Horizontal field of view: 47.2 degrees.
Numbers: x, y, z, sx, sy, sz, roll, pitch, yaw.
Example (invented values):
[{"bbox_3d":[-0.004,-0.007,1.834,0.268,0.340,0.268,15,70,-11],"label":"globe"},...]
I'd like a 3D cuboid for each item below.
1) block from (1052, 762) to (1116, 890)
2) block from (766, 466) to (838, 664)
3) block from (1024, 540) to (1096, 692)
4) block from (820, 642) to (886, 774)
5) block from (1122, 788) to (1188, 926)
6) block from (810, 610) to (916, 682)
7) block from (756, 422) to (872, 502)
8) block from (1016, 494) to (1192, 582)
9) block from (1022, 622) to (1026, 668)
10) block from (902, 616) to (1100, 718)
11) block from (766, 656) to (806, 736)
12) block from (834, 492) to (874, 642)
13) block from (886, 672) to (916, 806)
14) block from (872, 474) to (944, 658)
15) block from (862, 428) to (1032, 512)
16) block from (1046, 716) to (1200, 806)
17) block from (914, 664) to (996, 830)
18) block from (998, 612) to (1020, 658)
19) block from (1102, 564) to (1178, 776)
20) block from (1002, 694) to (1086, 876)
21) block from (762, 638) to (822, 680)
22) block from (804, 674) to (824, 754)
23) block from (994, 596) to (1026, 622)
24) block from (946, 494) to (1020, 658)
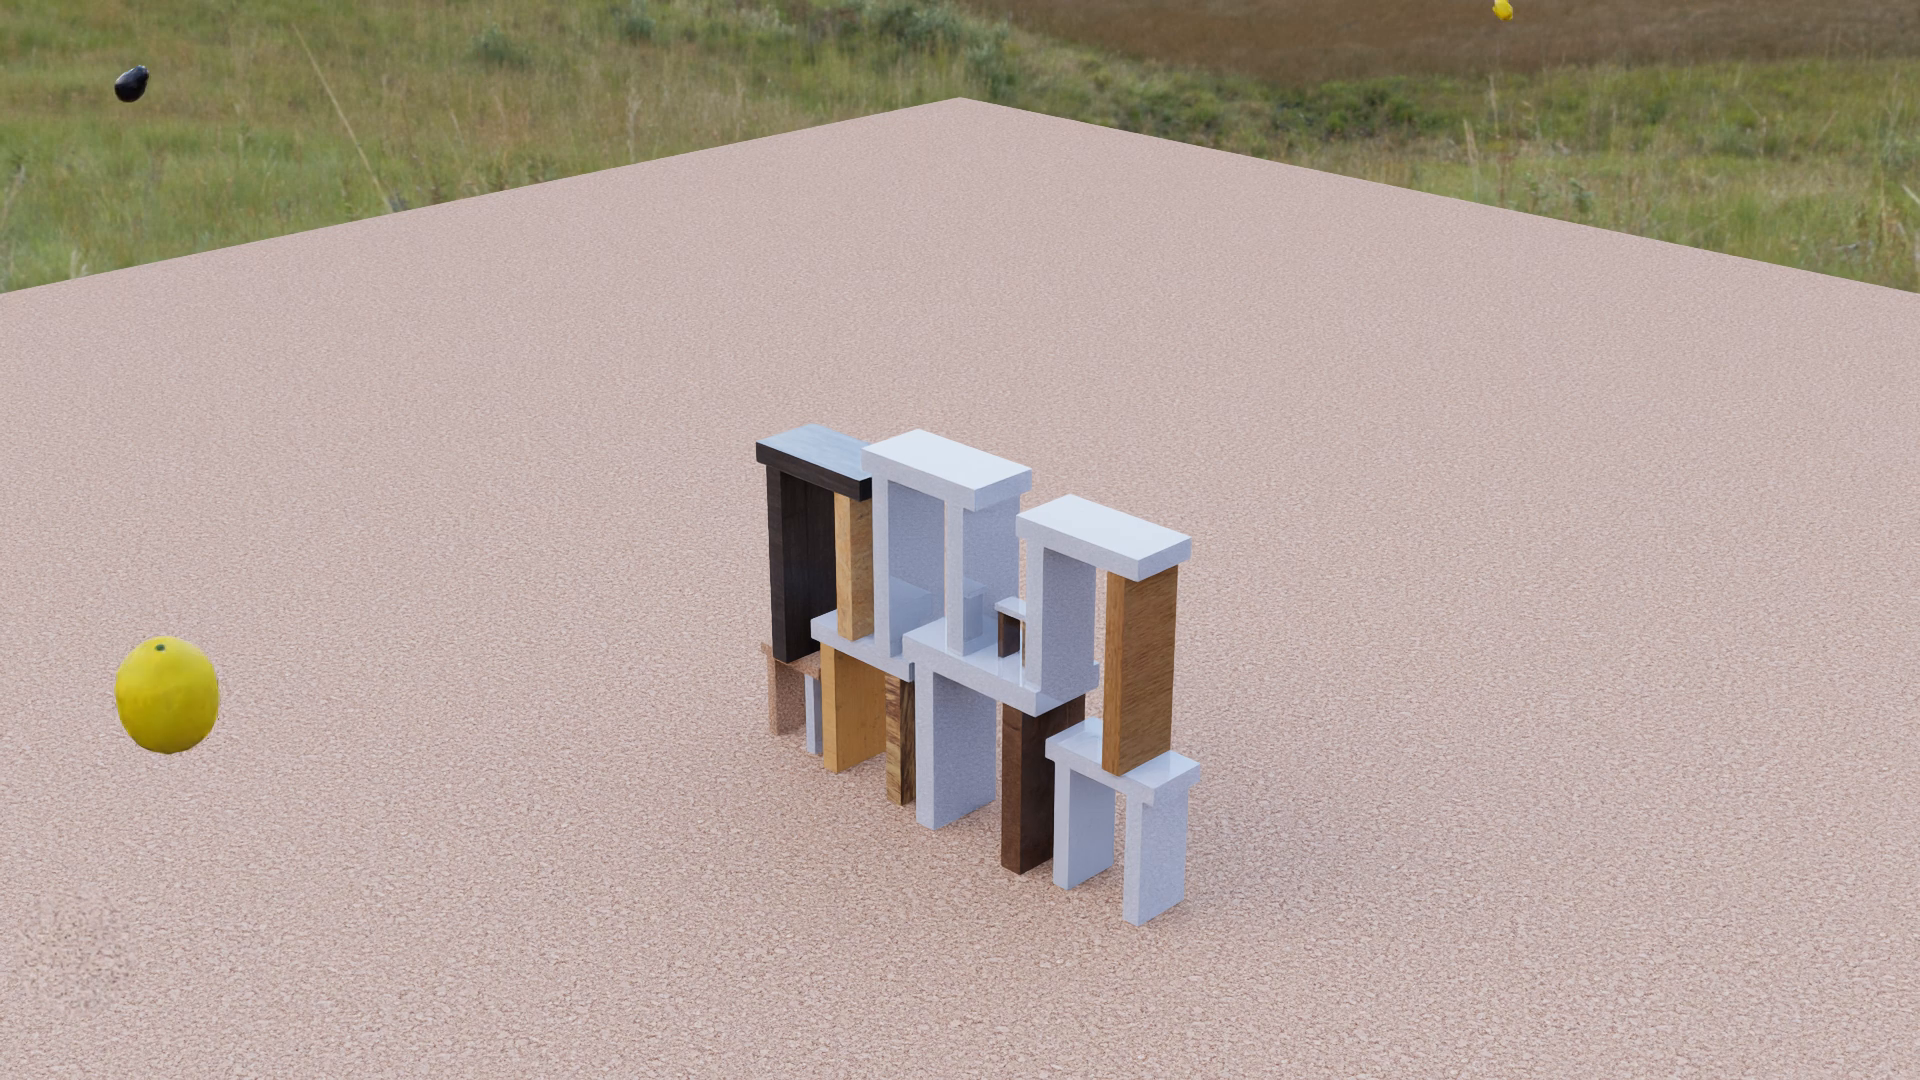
[{"bbox_3d":[0.238,0.523,4.190,0.037,0.265,0.132,21,31,41],"label":"block"},{"bbox_3d":[-0.324,0.032,4.590,0.044,0.434,0.156,21,31,41],"label":"block"},{"bbox_3d":[0.187,0.120,4.067,0.041,0.291,0.145,21,31,41],"label":"block"},{"bbox_3d":[-0.221,0.329,4.612,0.041,0.292,0.146,21,31,41],"label":"block"},{"bbox_3d":[0.363,0.571,4.075,0.037,0.265,0.132,21,31,41],"label":"block"},{"bbox_3d":[-0.152,0.203,4.484,0.292,0.041,0.146,21,31,41],"label":"block"},{"bbox_3d":[-0.251,-0.159,4.429,0.311,0.044,0.156,21,31,41],"label":"block"},{"bbox_3d":[0.255,-0.006,3.939,0.291,0.041,0.145,21,31,41],"label":"block"},{"bbox_3d":[0.138,0.191,4.151,0.013,0.094,0.047,21,31,41],"label":"block"},{"bbox_3d":[0.077,0.232,4.240,0.355,0.050,0.178,21,31,41],"label":"block"},{"bbox_3d":[-0.372,0.323,4.764,0.026,0.184,0.092,21,31,41],"label":"block"},{"bbox_3d":[-0.177,0.034,4.431,0.044,0.311,0.156,21,31,41],"label":"block"},{"bbox_3d":[-0.084,0.383,4.485,0.041,0.292,0.146,21,31,41],"label":"block"},{"bbox_3d":[-0.100,0.031,4.348,0.044,0.381,0.154,21,31,40],"label":"block"},{"bbox_3d":[-0.027,-0.136,4.198,0.308,0.044,0.154,21,31,41],"label":"block"},{"bbox_3d":[0.300,0.408,4.074,0.265,0.037,0.132,21,31,41],"label":"block"},{"bbox_3d":[-0.007,0.386,4.396,0.050,0.356,0.178,21,31,41],"label":"block"},{"bbox_3d":[0.094,0.173,4.192,0.013,0.094,0.047,21,31,41],"label":"block"},{"bbox_3d":[0.324,0.221,3.962,0.041,0.394,0.145,21,31,41],"label":"block"},{"bbox_3d":[0.160,0.451,4.242,0.050,0.355,0.178,21,31,41],"label":"block"},{"bbox_3d":[-0.328,0.243,4.683,0.184,0.026,0.092,21,31,41],"label":"block"},{"bbox_3d":[-0.285,0.357,4.684,0.026,0.184,0.092,21,31,41],"label":"block"},{"bbox_3d":[0.116,0.132,4.151,0.095,0.013,0.047,21,31,41],"label":"block"},{"bbox_3d":[0.045,0.055,4.199,0.044,0.308,0.154,21,31,41],"label":"block"}]
